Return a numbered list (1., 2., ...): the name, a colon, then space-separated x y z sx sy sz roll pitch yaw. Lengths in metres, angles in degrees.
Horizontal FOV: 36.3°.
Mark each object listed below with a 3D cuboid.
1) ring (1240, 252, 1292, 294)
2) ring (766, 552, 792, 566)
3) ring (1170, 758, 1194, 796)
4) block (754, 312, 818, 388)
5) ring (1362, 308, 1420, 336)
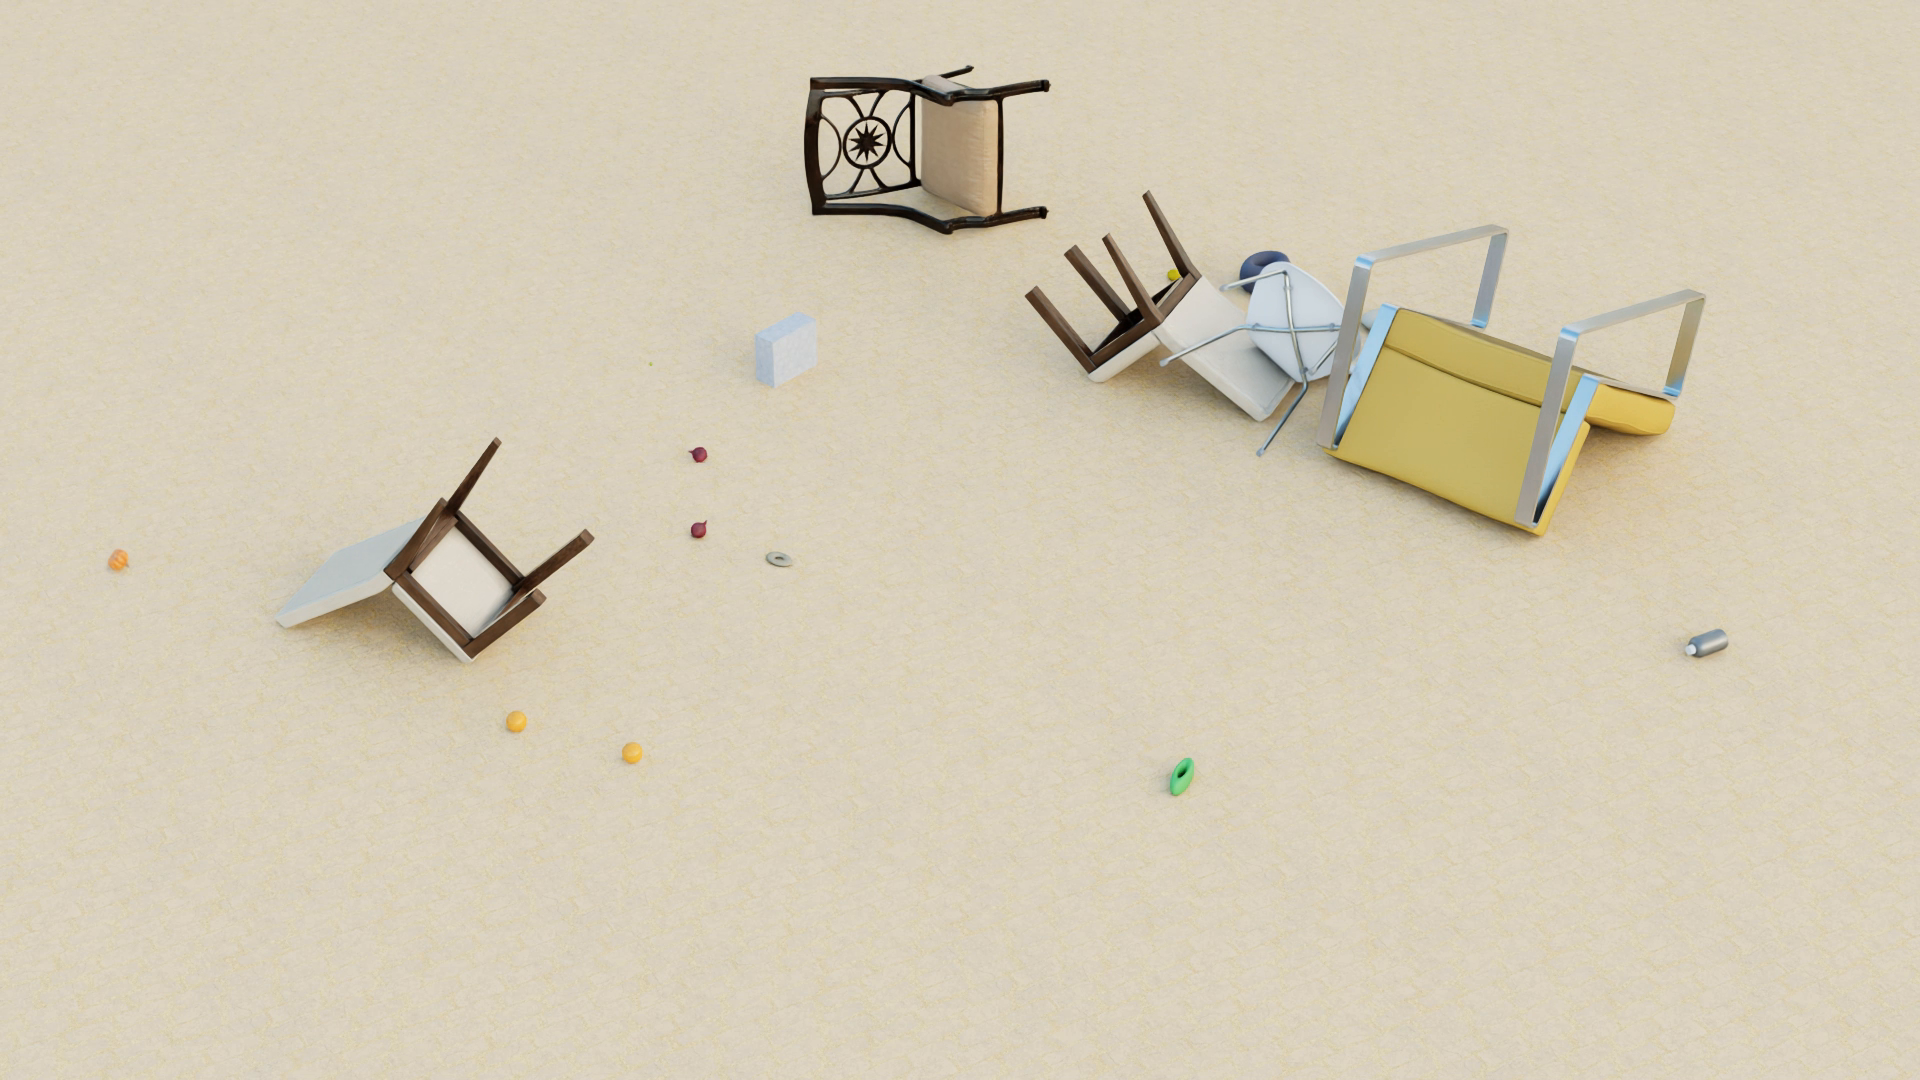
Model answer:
1. ring: 1.309 -1.146 12.570 0.192 0.129 0.261 26 40 36
2. ring: -0.667 0.070 10.821 0.110 0.018 0.072 23 40 30
3. ring: 0.736 0.782 9.707 0.062 0.057 0.180 10 34 19
4. block: -0.706 -0.775 11.929 0.102 0.211 0.255 25 41 33
5. ring: 1.805 -0.916 12.289 0.244 0.051 0.200 3 33 6
